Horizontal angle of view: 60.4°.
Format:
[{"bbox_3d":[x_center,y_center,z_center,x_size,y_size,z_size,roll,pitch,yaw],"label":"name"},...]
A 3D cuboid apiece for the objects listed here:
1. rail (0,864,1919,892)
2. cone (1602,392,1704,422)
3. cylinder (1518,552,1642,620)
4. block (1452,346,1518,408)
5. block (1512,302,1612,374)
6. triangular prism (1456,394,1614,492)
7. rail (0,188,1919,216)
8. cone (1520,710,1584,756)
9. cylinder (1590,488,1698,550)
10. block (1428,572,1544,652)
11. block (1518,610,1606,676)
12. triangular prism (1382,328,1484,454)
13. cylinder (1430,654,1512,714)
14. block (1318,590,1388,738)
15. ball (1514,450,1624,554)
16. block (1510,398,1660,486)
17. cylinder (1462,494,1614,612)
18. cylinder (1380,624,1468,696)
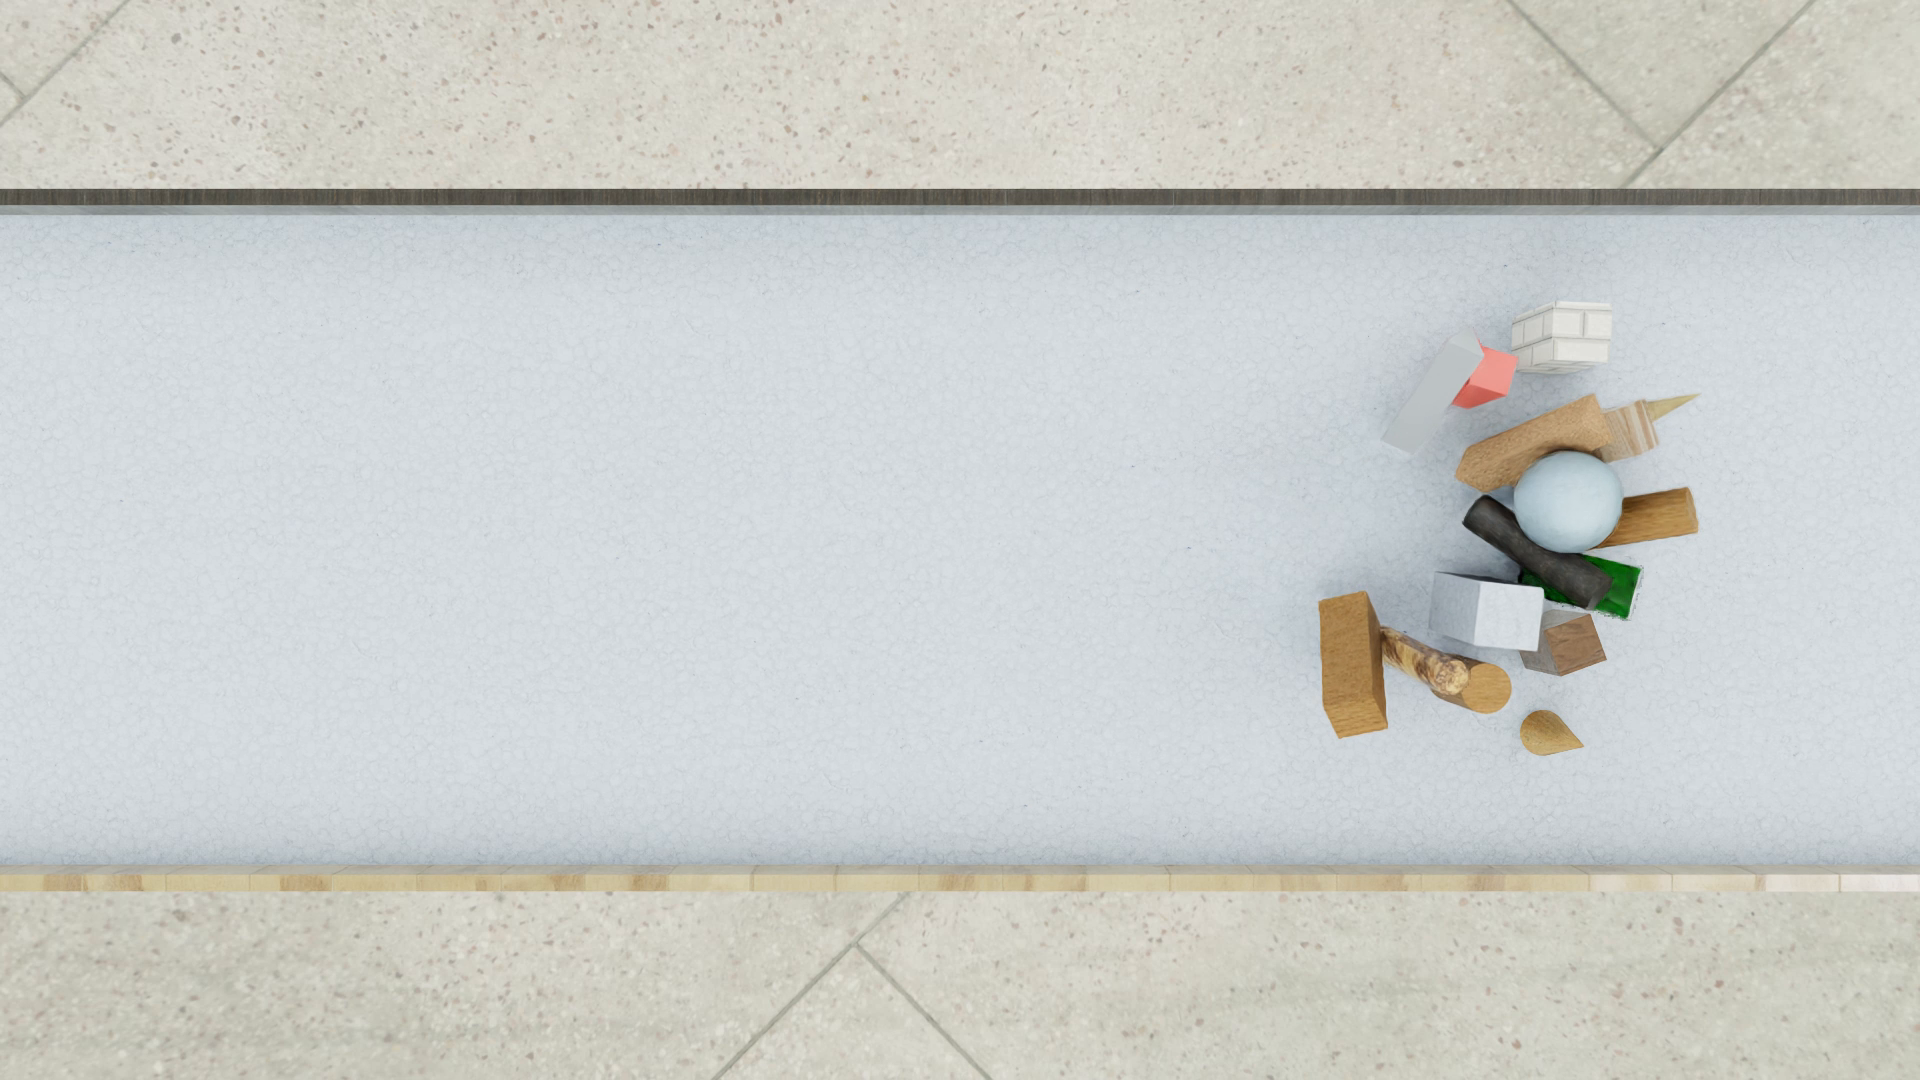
[{"bbox_3d":[-2.247,1.025,5.001,12.000,0.150,0.050,0,90,0],"label":"rail"},{"bbox_3d":[1.986,-0.362,4.841,0.156,0.459,0.156,8,73,-28],"label":"cone"},{"bbox_3d":[1.853,0.121,4.937,0.322,0.158,0.158,15,90,25],"label":"cylinder"},{"bbox_3d":[1.532,-0.482,4.914,0.116,0.316,0.116,17,87,-2],"label":"block"},{"bbox_3d":[1.782,-0.597,4.901,0.168,0.351,0.168,3,90,0],"label":"block"},{"bbox_3d":[1.681,-0.293,4.861,0.148,0.438,0.129,20,60,-31],"label":"triangular prism"},{"bbox_3d":[-2.247,-1.025,5.002,12.000,0.150,0.050,0,90,0],"label":"rail"},{"bbox_3d":[1.794,0.594,4.906,0.141,0.341,0.141,0,90,0],"label":"cone"},{"bbox_3d":[1.994,-0.058,4.923,0.357,0.139,0.139,-11,90,32],"label":"cylinder"},{"bbox_3d":[1.537,0.204,4.844,0.178,0.458,0.178,6,92,0],"label":"block"},{"bbox_3d":[1.782,0.304,4.926,0.143,0.301,0.143,-20,90,0],"label":"block"},{"bbox_3d":[1.400,-0.445,4.879,0.110,0.438,0.095,25,50,2],"label":"triangular prism"},{"bbox_3d":[1.512,0.425,4.911,0.146,0.327,0.146,0,91,-1],"label":"cylinder"},{"bbox_3d":[1.155,0.362,4.856,0.145,0.422,0.145,-15,130,23],"label":"block"},{"bbox_3d":[1.741,-0.109,4.725,0.295,0.295,0.295,0,90,0],"label":"ball"},{"bbox_3d":[1.824,-0.286,4.876,0.142,0.407,0.142,-20,92,-42],"label":"block"},{"bbox_3d":[1.702,0.035,4.871,0.119,0.119,0.441,-49,59,0],"label":"cylinder"},{"bbox_3d":[1.347,0.352,4.883,0.105,0.374,0.105,-4,104,-18],"label":"cylinder"}]
